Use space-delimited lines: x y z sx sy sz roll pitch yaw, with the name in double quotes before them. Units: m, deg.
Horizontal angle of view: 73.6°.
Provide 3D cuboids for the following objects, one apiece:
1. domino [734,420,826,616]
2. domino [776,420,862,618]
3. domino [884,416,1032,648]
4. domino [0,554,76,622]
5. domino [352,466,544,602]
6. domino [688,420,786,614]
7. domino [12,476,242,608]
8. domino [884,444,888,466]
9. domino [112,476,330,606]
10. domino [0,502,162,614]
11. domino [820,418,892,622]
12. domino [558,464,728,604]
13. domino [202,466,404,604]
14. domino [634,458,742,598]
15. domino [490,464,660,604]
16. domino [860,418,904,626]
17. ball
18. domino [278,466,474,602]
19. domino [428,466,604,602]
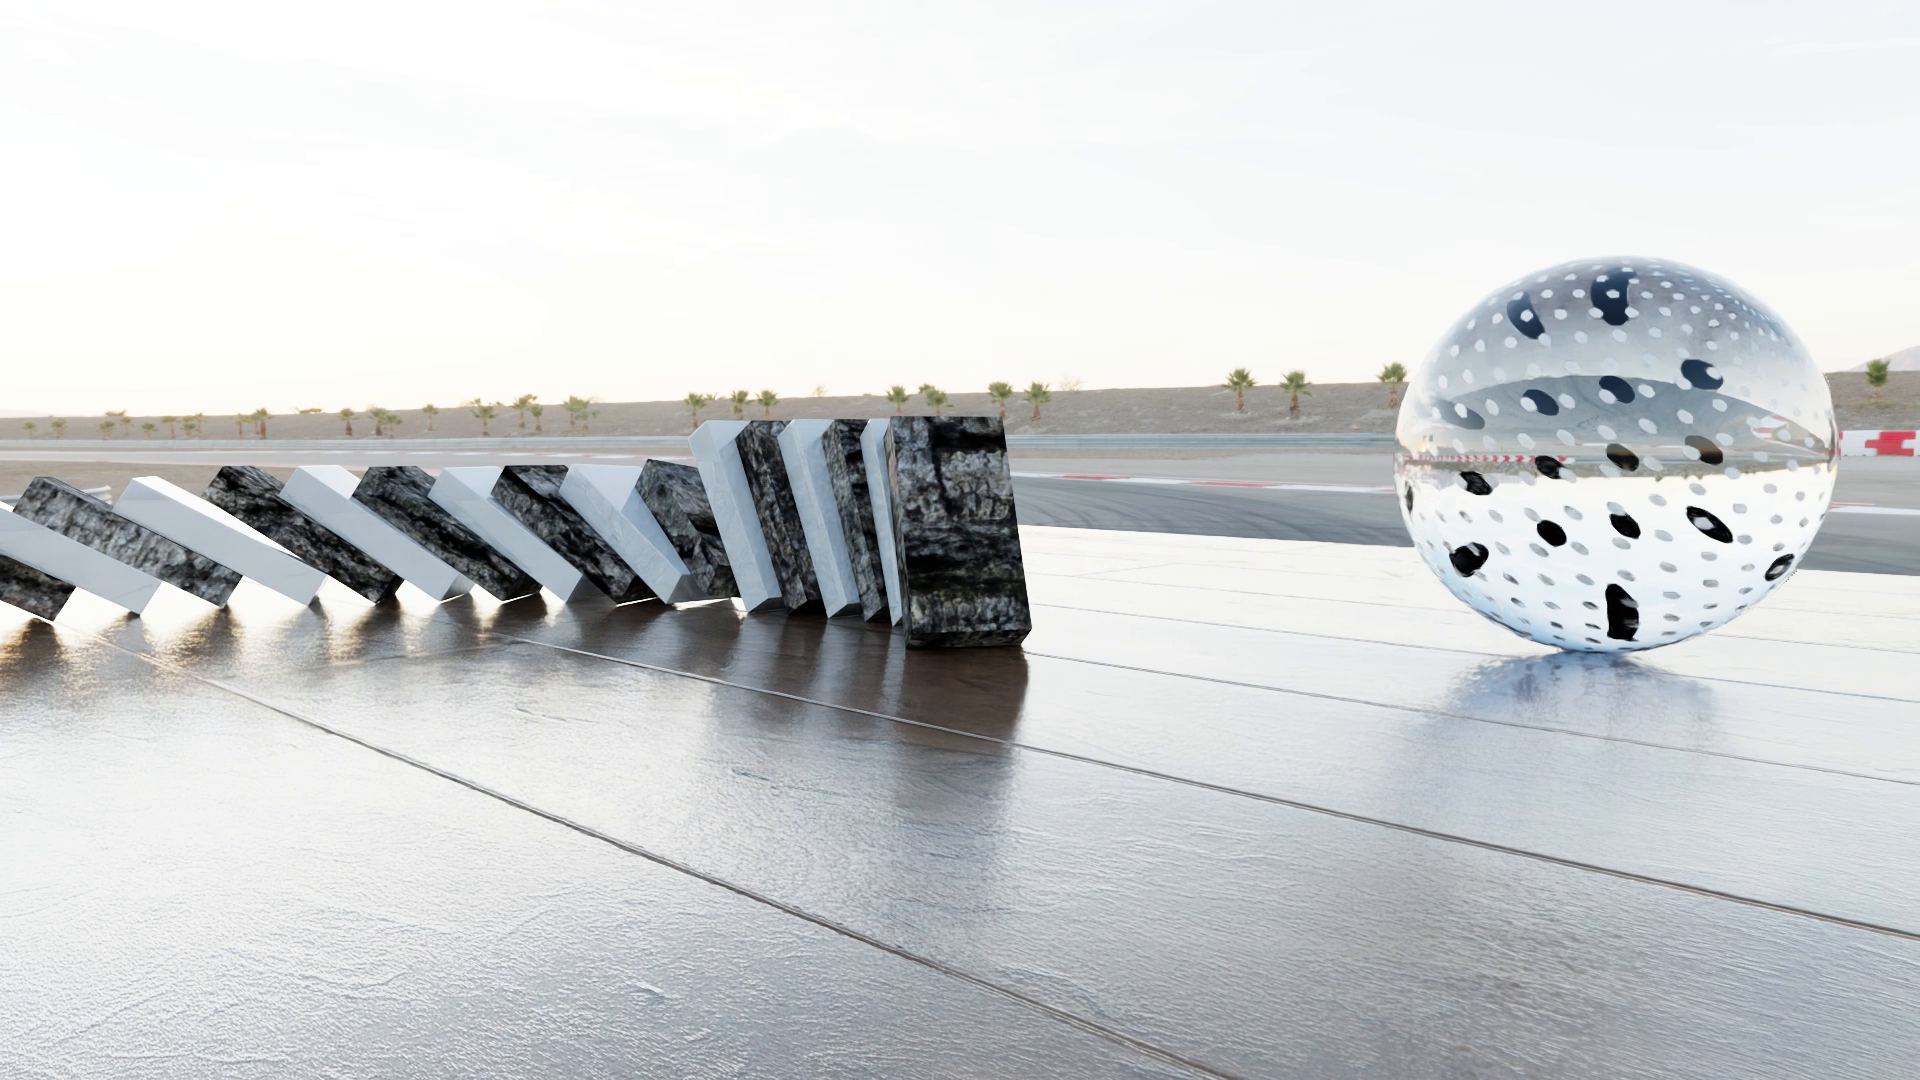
"domino" -0.038 -0.006 0.330 0.025 0.050 0.010 -4 -23 -41
"domino" -0.027 -0.006 0.325 0.025 0.050 0.009 -3 -22 -39
"domino" -0.001 -0.002 0.275 0.025 0.050 0.009 -1 -24 -14
"domino" -0.237 0.003 0.298 0.025 0.009 0.050 5 -25 45
"domino" -0.140 -0.002 0.356 0.050 0.010 0.025 35 6 2
"domino" -0.051 -0.007 0.335 0.025 0.050 0.010 -5 -22 -47
"domino" -0.211 0.001 0.329 0.050 0.009 0.025 33 -12 -25
"domino" -0.002 -0.004 0.298 0.025 0.050 0.009 -1 -24 -17
"domino" -0.193 0.000 0.339 0.050 0.010 0.025 31 -7 -20
"domino" -0.225 0.002 0.316 0.050 0.010 0.025 34 -16 -31
"domino" -0.016 -0.006 0.318 0.025 0.050 0.010 -3 -23 -32
"domino" -0.084 -0.002 0.352 0.050 0.010 0.025 41 21 25
"domino" -0.175 -0.002 0.348 0.050 0.009 0.025 35 -4 -12
"domino" -0.067 -0.003 0.349 0.025 0.009 0.050 9 29 -44
"domino" -0.102 -0.002 0.355 0.050 0.009 0.025 38 15 15
"domino" -0.007 -0.005 0.309 0.025 0.050 0.010 -2 -24 -23
"ball" 0.130 -0.017 0.260 0.080 0.080 0.080 0 4 0
"domino" -0.158 -0.002 0.353 0.050 0.009 0.025 35 1 -5
"domino" -0.120 -0.002 0.358 0.050 0.010 0.025 36 11 9
